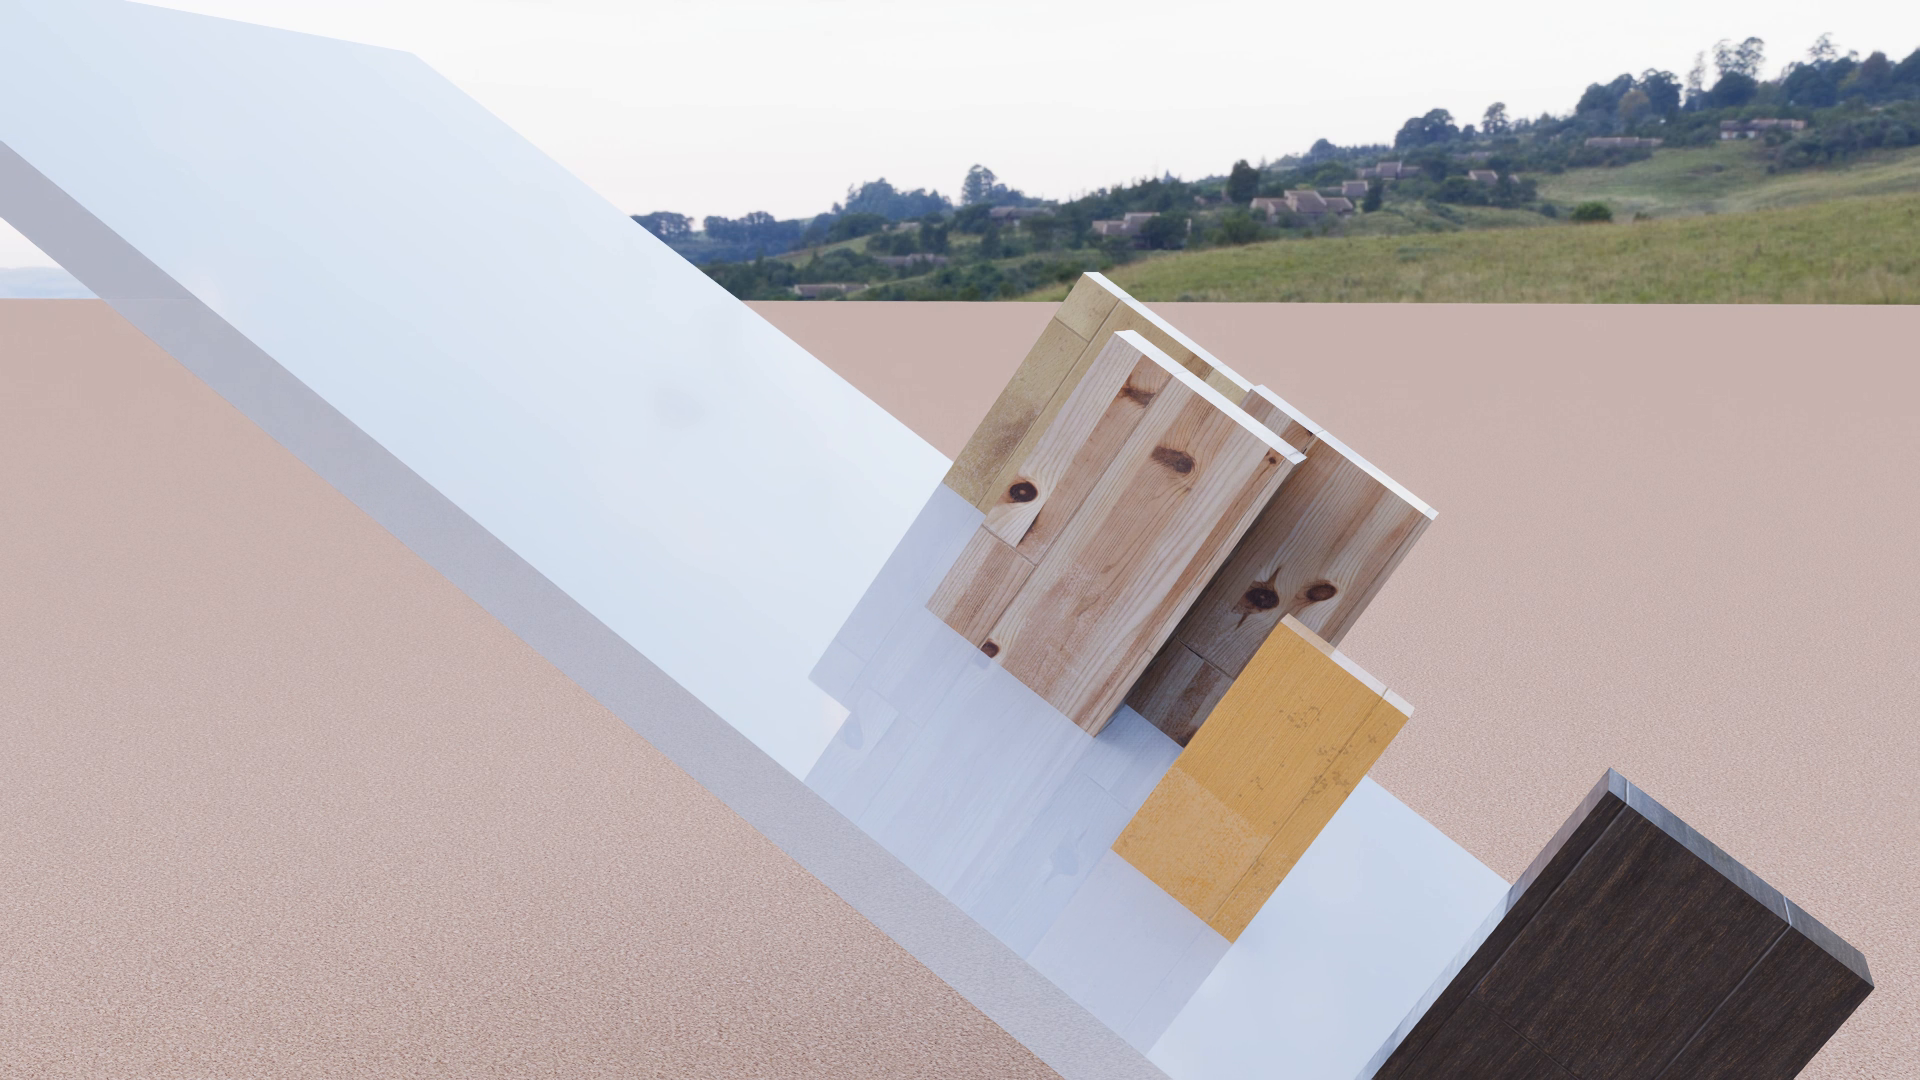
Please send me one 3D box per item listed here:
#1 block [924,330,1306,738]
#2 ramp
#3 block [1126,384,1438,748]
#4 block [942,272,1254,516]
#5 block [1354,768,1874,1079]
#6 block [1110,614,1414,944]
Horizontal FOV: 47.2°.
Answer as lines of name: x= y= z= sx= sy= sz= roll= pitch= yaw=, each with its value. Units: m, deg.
block: x=0.281 y=-0.013 z=4.017 sx=0.396 sy=0.620 sz=0.149 roll=37 pitch=16 yaw=10
ramp: x=-0.091 y=0.162 z=4.082 sx=4.000 sy=0.100 sz=2.000 roll=37 pitch=16 yaw=10
block: x=0.554 y=0.085 z=4.250 sx=0.418 sy=0.641 sz=0.131 roll=37 pitch=16 yaw=10
block: x=0.304 y=-0.228 z=4.823 sx=0.441 sy=0.560 sz=0.135 roll=37 pitch=16 yaw=10
block: x=0.843 y=0.699 z=2.981 sx=0.406 sy=0.657 sz=0.143 roll=37 pitch=16 yaw=10
block: x=0.483 y=0.383 z=3.530 sx=0.248 sy=0.471 sz=0.084 roll=37 pitch=16 yaw=10
